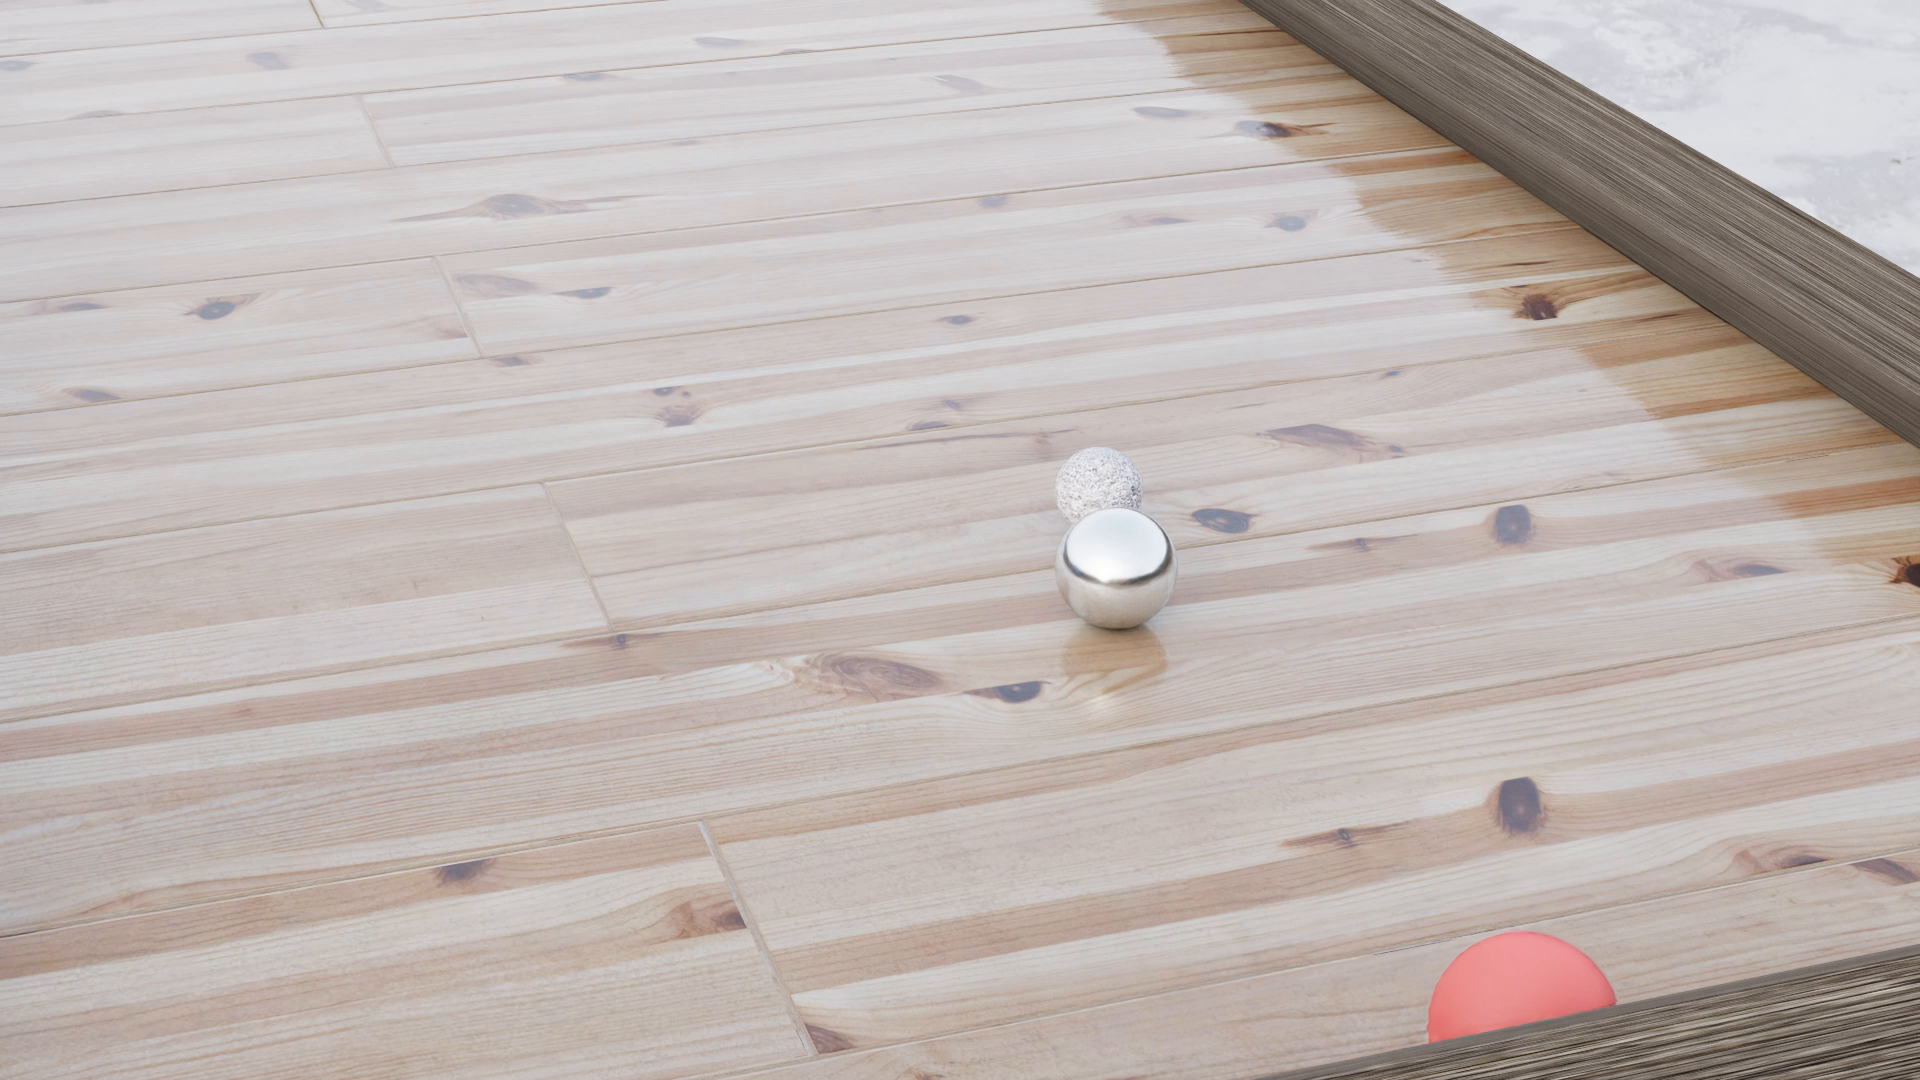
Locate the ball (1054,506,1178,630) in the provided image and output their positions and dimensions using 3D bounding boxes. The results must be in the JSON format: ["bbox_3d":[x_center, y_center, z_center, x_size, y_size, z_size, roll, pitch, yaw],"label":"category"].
[{"bbox_3d":[0.103,0.018,1.943,0.081,0.081,0.081,0,26,0],"label":"ball"}]

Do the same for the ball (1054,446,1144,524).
[{"bbox_3d":[0.098,-0.035,2.074,0.062,0.062,0.062,0,26,0],"label":"ball"}]

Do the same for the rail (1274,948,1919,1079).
[{"bbox_3d":[0.226,0.271,1.371,1.515,0.124,0.045,-8,27,-16],"label":"rail"}]

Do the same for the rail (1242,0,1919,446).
[{"bbox_3d":[0.464,-0.441,2.838,0.045,0.124,2.997,-8,27,-16],"label":"rail"}]

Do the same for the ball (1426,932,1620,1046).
[{"bbox_3d":[0.281,0.243,1.463,0.096,0.096,0.096,0,26,0],"label":"ball"}]
